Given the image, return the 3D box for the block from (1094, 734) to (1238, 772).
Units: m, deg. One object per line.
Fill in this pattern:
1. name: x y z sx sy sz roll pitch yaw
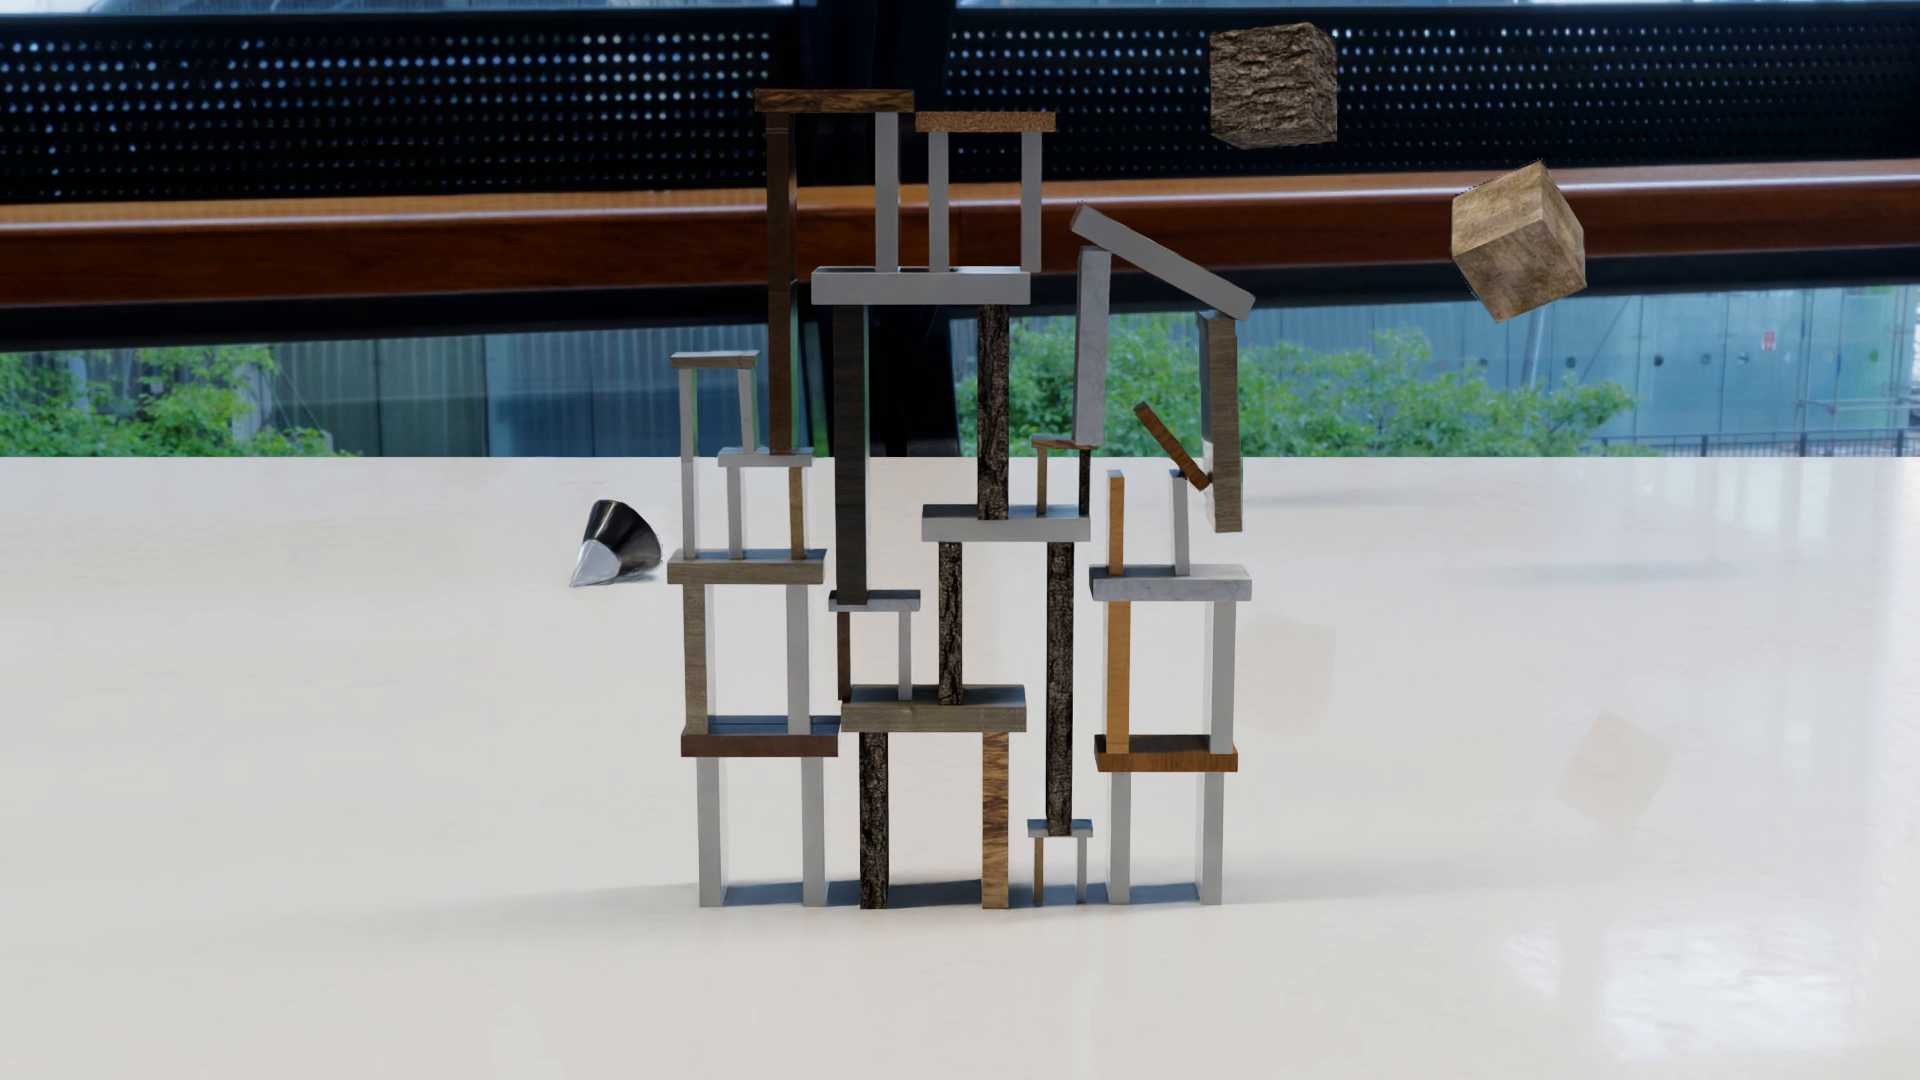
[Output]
1. block: 0.338 0.351 3.625 0.227 0.032 0.113 0 11 0

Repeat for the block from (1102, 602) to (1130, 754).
1. block: 0.255 0.211 3.601 0.036 0.253 0.126 0 11 0

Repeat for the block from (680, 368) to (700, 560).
1. block: -0.434 -0.125 3.534 0.019 0.307 0.067 0 10 0

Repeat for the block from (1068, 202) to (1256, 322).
1. block: 0.316 -0.440 3.473 0.303 0.043 0.152 28 10 -4

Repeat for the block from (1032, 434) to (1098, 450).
1. block: 0.167 -0.157 3.535 0.103 0.015 0.052 2 11 0

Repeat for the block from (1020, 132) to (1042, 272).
1. block: 0.111 -0.532 3.457 0.030 0.215 0.108 0 11 0

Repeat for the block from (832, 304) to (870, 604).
1. block: -0.173 -0.147 3.539 0.048 0.477 0.170 0 11 0

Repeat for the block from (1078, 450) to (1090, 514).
1. block: 0.201 -0.098 3.546 0.015 0.103 0.052 0 11 0

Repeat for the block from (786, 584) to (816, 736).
1. block: -0.260 0.182 3.592 0.035 0.248 0.124 0 10 0

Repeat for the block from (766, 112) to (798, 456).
1. block: -0.281 -0.406 3.482 0.035 0.533 0.122 0 10 1

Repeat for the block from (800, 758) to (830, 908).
1. block: -0.239 0.465 3.644 0.036 0.255 0.127 0 11 0

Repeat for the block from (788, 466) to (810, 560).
1. block: -0.260 -0.049 3.551 0.021 0.150 0.075 -1 10 2

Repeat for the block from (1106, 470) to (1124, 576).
1. block: 0.250 -0.028 3.556 0.023 0.161 0.081 0 11 0

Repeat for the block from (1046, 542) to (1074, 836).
1. block: 0.163 0.230 3.604 0.038 0.487 0.134 0 11 0

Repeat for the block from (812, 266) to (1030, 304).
1. block: -0.060 -0.405 3.490 0.339 0.048 0.170 0 11 0

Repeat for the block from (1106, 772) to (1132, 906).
1. block: 0.262 0.478 3.649 0.032 0.227 0.113 0 11 0

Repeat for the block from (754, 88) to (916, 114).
1. block: -0.193 -0.685 3.432 0.244 0.035 0.122 0 10 0

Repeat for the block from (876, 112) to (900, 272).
1. block: -0.113 -0.547 3.456 0.035 0.244 0.122 0 11 0

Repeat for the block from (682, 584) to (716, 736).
1. block: -0.425 0.182 3.593 0.035 0.248 0.124 0 10 0

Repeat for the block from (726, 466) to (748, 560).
1. block: -0.360 -0.049 3.551 0.021 0.150 0.075 0 10 1

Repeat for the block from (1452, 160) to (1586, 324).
1. block: 1.375 -0.732 5.416 0.237 0.237 0.237 -22 36 31

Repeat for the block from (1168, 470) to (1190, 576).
1. block: 0.354 -0.028 3.556 0.023 0.161 0.081 -3 11 0

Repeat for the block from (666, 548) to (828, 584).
1. block: -0.343 0.043 3.566 0.248 0.035 0.124 0 10 0

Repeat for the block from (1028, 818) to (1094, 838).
1. block: 0.166 0.478 3.646 0.107 0.015 0.054 0 11 0

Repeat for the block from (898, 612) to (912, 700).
1. block: -0.089 0.182 3.595 0.021 0.148 0.074 0 11 0

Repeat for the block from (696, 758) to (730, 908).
1. block: -0.409 0.465 3.644 0.036 0.255 0.127 0 11 0

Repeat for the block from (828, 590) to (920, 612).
1. block: -0.139 0.099 3.580 0.148 0.021 0.074 0 11 0

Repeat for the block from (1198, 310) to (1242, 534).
1. block: 0.416 -0.192 3.519 0.043 0.337 0.152 -3 11 1

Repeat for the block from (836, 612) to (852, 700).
1. block: -0.188 0.182 3.595 0.021 0.148 0.074 0 11 0

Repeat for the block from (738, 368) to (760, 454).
1. block: -0.337 -0.212 3.517 0.019 0.135 0.068 -2 13 2

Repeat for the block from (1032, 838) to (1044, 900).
1. block: 0.130 0.538 3.657 0.015 0.107 0.054 0 11 0

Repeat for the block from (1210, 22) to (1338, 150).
1. block: 0.925 -1.331 6.473 0.298 0.298 0.298 -1 1 24

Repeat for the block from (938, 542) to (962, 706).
1. block: -0.015 0.122 3.584 0.038 0.268 0.134 0 10 0

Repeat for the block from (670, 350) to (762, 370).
1. block: -0.389 -0.287 3.501 0.135 0.019 0.068 -1 12 3

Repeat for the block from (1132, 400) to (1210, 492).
1. block: 0.339 -0.151 3.530 0.023 0.161 0.081 -39 8 7

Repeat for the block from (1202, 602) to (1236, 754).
1. block: 0.424 0.211 3.601 0.036 0.253 0.126 0 11 0

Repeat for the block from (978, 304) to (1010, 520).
1. block: 0.053 -0.214 3.525 0.048 0.339 0.170 0 11 0

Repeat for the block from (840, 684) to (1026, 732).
1. block: -0.042 0.276 3.610 0.299 0.042 0.149 0 11 0

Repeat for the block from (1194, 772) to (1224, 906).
1. block: 0.413 0.478 3.649 0.032 0.227 0.113 0 11 0

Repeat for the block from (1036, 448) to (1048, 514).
1. block: 0.132 -0.098 3.546 0.015 0.104 0.052 1 11 0

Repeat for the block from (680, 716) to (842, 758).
1. block: -0.324 0.322 3.618 0.255 0.036 0.127 0 11 0

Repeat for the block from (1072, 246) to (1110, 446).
1. block: 0.208 -0.311 3.499 0.043 0.303 0.152 2 11 0

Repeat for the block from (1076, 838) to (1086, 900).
1. block: 0.201 0.538 3.657 0.015 0.107 0.054 0 11 0

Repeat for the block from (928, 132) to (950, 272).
1. block: -0.033 -0.533 3.458 0.030 0.215 0.108 0 11 0

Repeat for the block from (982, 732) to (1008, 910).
1. block: 0.057 0.443 3.641 0.042 0.299 0.149 0 11 0

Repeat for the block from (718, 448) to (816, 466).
1. block: -0.310 -0.134 3.533 0.150 0.021 0.075 0 10 1

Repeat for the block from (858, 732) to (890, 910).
1. block: -0.142 0.443 3.641 0.042 0.299 0.149 0 11 0

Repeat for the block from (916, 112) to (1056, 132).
1. block: 0.039 -0.653 3.435 0.215 0.030 0.108 0 11 0

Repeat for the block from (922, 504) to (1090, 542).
1. block: 0.073 -0.028 3.556 0.268 0.038 0.134 0 11 0

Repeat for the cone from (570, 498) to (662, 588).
1. cone: -1.023 0.061 6.207 0.255 0.255 0.255 8 39 35

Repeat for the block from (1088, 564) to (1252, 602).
1. block: 0.340 0.069 3.575 0.253 0.036 0.126 0 11 0
